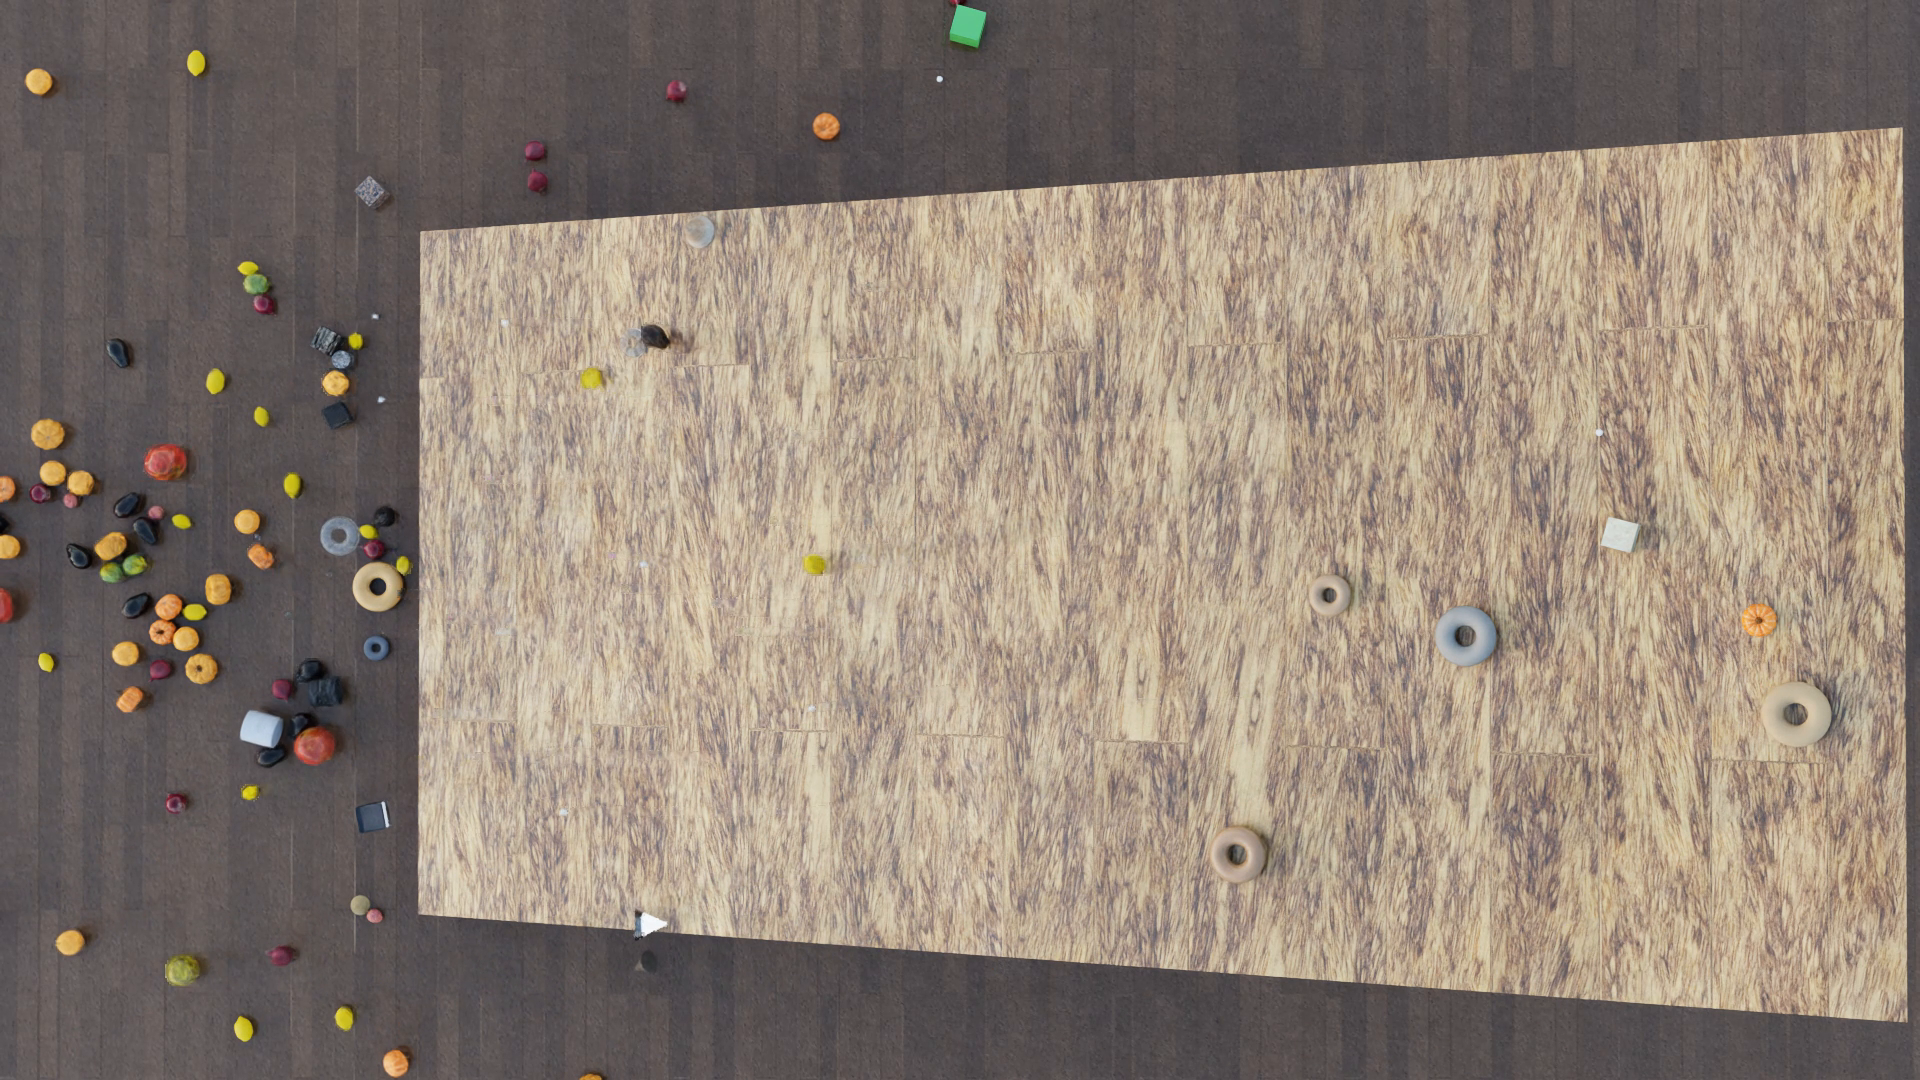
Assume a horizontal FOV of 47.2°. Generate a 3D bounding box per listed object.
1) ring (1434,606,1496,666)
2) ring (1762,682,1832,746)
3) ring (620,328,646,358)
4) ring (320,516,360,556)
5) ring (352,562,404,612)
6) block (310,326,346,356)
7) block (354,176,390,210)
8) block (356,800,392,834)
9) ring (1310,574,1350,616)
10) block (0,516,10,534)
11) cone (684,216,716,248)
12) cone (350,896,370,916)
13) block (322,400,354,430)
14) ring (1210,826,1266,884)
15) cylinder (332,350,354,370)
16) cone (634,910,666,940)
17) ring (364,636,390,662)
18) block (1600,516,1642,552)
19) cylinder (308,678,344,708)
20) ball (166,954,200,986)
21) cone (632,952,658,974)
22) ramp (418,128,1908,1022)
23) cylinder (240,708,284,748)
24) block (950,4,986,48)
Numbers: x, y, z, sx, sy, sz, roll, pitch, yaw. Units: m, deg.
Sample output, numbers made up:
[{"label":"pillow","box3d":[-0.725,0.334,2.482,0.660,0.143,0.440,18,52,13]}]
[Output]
[{"label":"ring","box3d":[1.210,0.230,5.261,0.146,0.049,0.146,0,90,21]},{"label":"ring","box3d":[1.892,0.394,4.975,0.149,0.050,0.149,-1,88,24]},{"label":"ring","box3d":[-0.916,-0.552,6.161,0.083,0.028,0.083,0,90,22]},{"label":"ring","box3d":[-1.838,-0.012,6.519,0.118,0.039,0.118,0,90,1]},{"label":"ring","box3d":[-1.723,0.138,6.512,0.150,0.050,0.150,0,90,-1]},{"label":"block","box3d":[-1.870,-0.586,6.511,0.068,0.068,0.068,28,89,0]},{"label":"block","box3d":[-1.742,-1.029,6.518,0.065,0.065,0.065,45,89,0]},{"label":"block","box3d":[-1.730,0.817,6.489,0.077,0.077,0.077,-11,89,0]},{"label":"ring","box3d":[0.907,0.136,5.393,0.106,0.035,0.106,-1,88,26]},{"label":"block","box3d":[-2.863,-0.047,6.512,0.053,0.053,0.053,41,89,0]},{"label":"cone","box3d":[-0.738,-0.855,6.055,0.094,0.094,0.094,0,89,22]},{"label":"cone","box3d":[-1.779,1.083,6.494,0.060,0.060,0.060,0,89,0]},{"label":"block","box3d":[-1.843,-0.369,6.512,0.060,0.060,0.060,-28,89,-1]},{"label":"ring","box3d":[0.690,0.782,5.469,0.144,0.048,0.144,-1,88,24]},{"label":"cylinder","box3d":[-1.828,-0.533,6.517,0.054,0.054,0.054,0,89,0]},{"label":"cone","box3d":[-0.856,1.067,6.110,0.088,0.088,0.088,-1,89,-4]},{"label":"ring","box3d":[-1.730,0.321,6.521,0.077,0.026,0.077,0,89,-1]},{"label":"block","box3d":[1.538,-0.012,5.117,0.068,0.068,0.068,16,96,22]},{"label":"cylinder","box3d":[-1.873,0.451,6.492,0.080,0.080,0.080,-7,89,0]},{"label":"ball","box3d":[-2.289,1.268,6.477,0.091,0.091,0.091,0,89,0]},{"label":"cone","box3d":[-0.944,1.263,6.507,0.069,0.069,0.069,-30,89,26]},{"label":"ramp","box3d":[0.283,0.086,5.726,4.000,0.100,2.000,0,89,22]},{"label":"cylinder","box3d":[-2.058,0.557,6.485,0.093,0.093,0.093,25,89,-16]},{"label":"block","box3d":[0.023,-1.522,6.513,0.087,0.087,0.087,15,89,0]}]
